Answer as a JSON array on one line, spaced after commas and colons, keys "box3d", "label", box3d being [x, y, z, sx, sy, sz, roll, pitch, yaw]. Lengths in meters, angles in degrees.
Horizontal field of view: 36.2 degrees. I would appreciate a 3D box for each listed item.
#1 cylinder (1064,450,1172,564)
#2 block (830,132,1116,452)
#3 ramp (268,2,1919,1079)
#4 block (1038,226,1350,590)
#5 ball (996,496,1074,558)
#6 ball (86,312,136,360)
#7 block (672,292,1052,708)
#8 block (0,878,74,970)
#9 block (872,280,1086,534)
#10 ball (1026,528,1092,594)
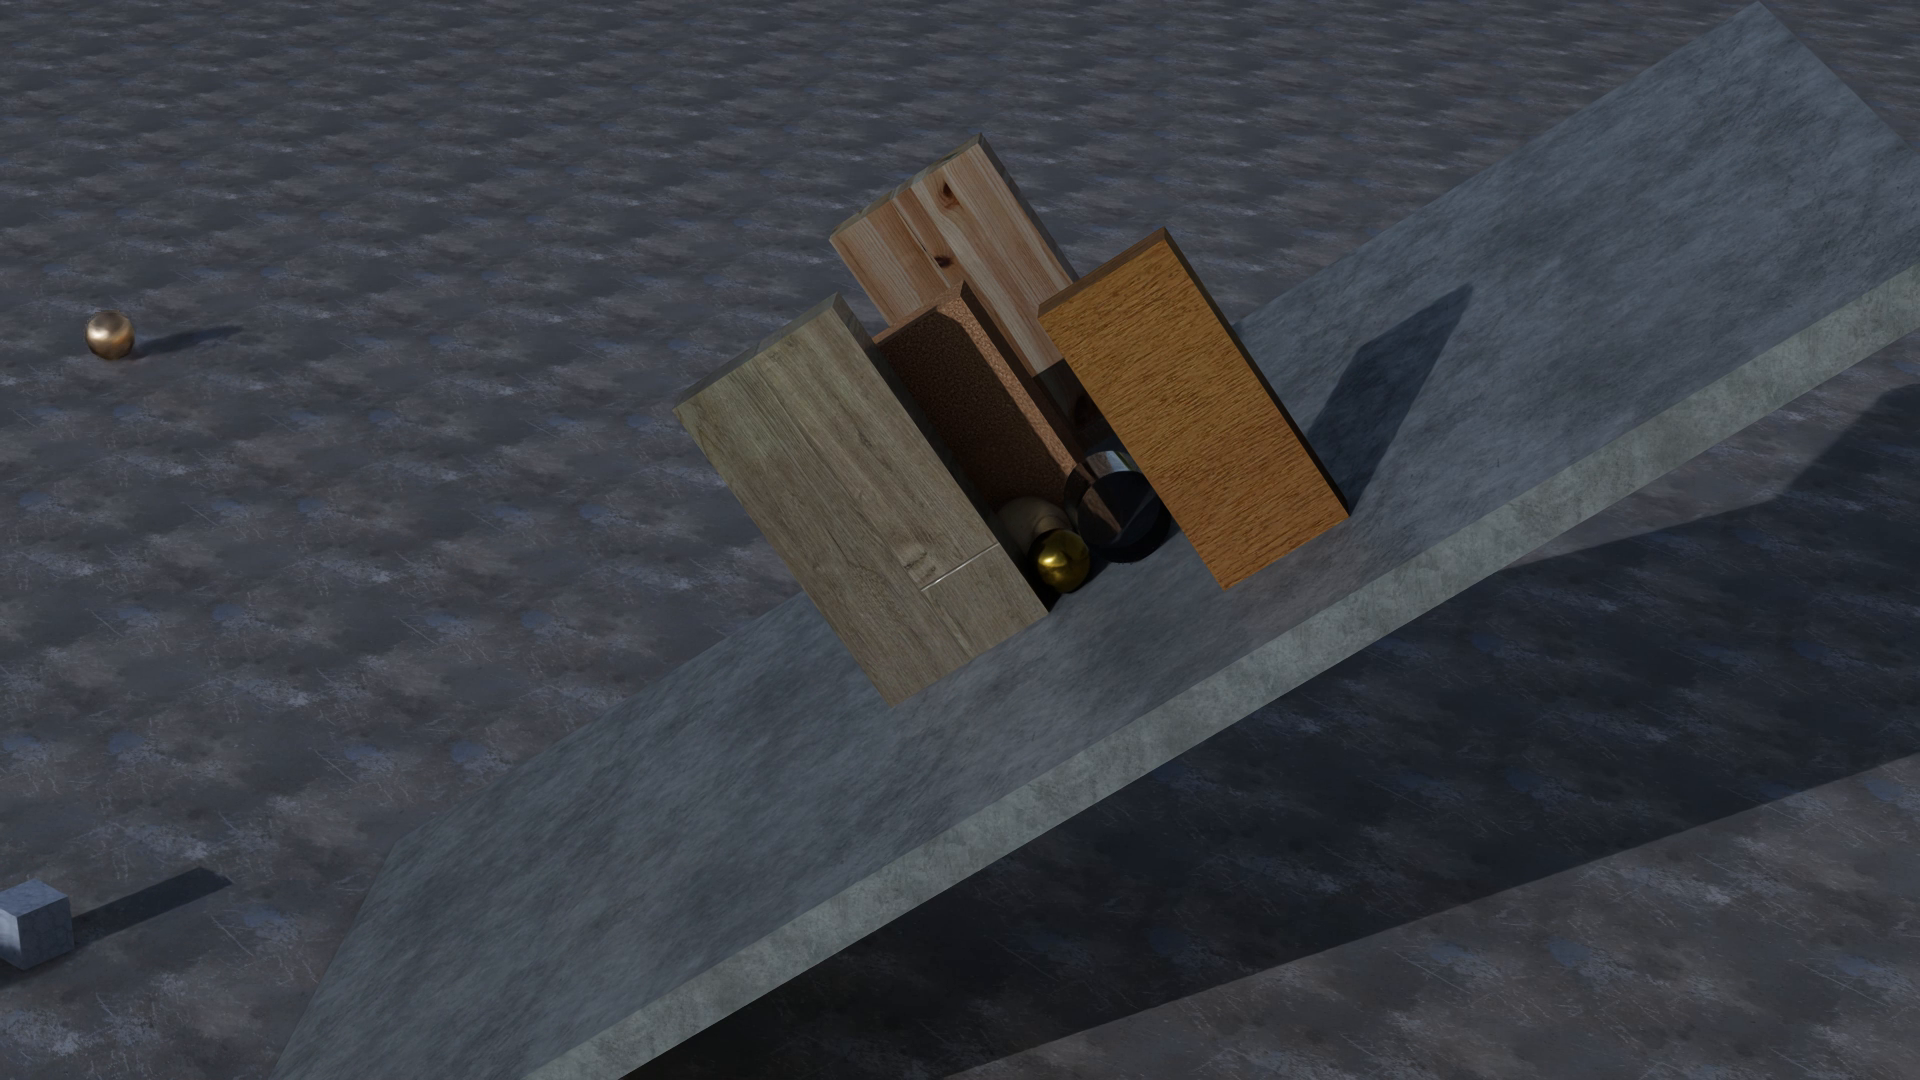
[{"box3d": [0.323, -0.069, 6.068, 0.194, 0.194, 0.194, -2, 14, -6], "label": "cylinder"}, {"box3d": [0.083, -0.520, 6.872, 0.415, 0.751, 0.112, -32, 16, 14], "label": "block"}, {"box3d": [0.138, 0.172, 6.300, 4.000, 0.100, 2.000, -32, 16, 14], "label": "ramp"}, {"box3d": [0.437, -0.241, 5.485, 0.277, 0.638, 0.094, -32, 16, 14], "label": "block"}, {"box3d": [0.151, -0.001, 6.235, 0.185, 0.185, 0.185, 0, 21, 0], "label": "ball"}, {"box3d": [-3.450, -0.827, 11.941, 0.195, 0.195, 0.195, 0, 21, 0], "label": "ball"}, {"box3d": [-0.196, -0.076, 6.071, 0.399, 0.784, 0.114, -32, 16, 14], "label": "block"}, {"box3d": [-2.314, 0.954, 7.312, 0.147, 0.147, 0.147, 17, 27, 37], "label": "block"}, {"box3d": [-0.006, -0.187, 6.343, 0.433, 0.603, 0.128, -32, 16, 14], "label": "block"}, {"box3d": [0.206, 0.043, 6.091, 0.135, 0.135, 0.135, 0, 21, 0], "label": "ball"}]
